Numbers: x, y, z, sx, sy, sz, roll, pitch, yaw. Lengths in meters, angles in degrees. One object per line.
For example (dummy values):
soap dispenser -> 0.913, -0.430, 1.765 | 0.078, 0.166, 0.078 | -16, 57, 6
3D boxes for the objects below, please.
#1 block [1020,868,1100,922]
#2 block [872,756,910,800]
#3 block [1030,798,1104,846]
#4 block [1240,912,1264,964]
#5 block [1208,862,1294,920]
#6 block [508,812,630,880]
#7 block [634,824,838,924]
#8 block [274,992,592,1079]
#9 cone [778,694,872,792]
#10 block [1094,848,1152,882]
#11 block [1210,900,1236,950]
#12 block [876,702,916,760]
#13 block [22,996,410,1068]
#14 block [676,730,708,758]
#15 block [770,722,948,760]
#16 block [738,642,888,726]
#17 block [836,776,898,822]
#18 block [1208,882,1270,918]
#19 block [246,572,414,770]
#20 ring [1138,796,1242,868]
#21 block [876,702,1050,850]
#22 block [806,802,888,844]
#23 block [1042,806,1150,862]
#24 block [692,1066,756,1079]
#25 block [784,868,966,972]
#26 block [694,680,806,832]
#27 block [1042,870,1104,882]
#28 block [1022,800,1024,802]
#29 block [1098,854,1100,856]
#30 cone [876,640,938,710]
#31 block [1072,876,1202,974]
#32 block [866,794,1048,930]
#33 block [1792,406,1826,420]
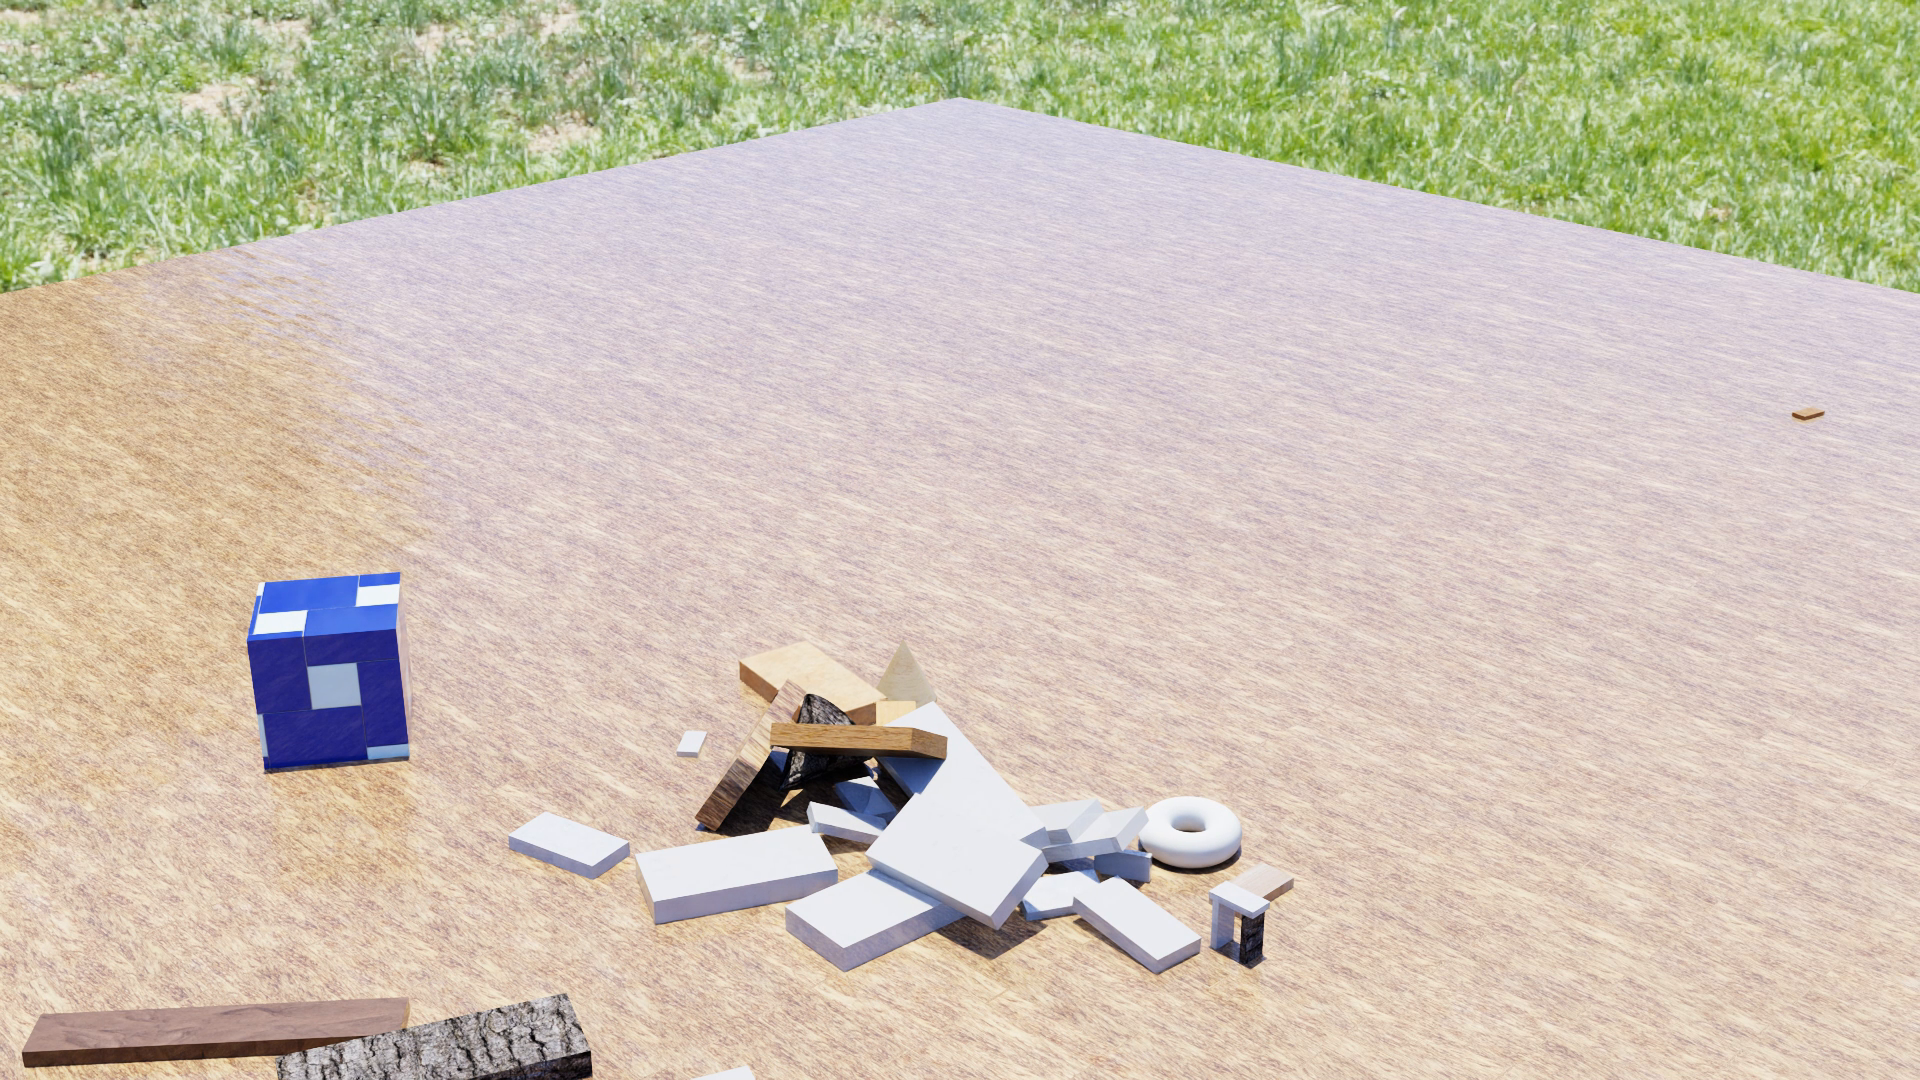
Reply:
block -> 0.189, 0.667, 4.133 | 0.158, 0.022, 0.079 | -7, 40, -16
block -> -0.109, 0.472, 4.572 | 0.083, 0.024, 0.166 | -17, 39, -25
block -> 0.161, 0.555, 4.274 | 0.224, 0.032, 0.112 | -14, 16, 44
block -> 0.526, 0.710, 3.961 | 0.014, 0.100, 0.050 | 21, 31, 41
block -> 0.553, 0.664, 4.168 | 0.079, 0.022, 0.158 | 21, 31, 41
block -> -0.767, 0.598, 4.312 | 0.217, 0.031, 0.108 | 14, 27, 29
block -> -0.427, 0.635, 4.199 | 0.354, 0.050, 0.177 | -8, 24, -17
block -> -0.870, 0.872, 3.641 | 0.487, 0.051, 0.179 | -9, 25, -20
cone -> -0.316, 0.456, 4.574 | 0.193, 0.193, 0.193 | 21, 58, 41
block -> 0.313, 0.621, 4.227 | 0.111, 0.055, 0.016 | 8, 24, 18
block -> 0.479, 0.691, 4.004 | 0.014, 0.100, 0.050 | 21, 31, 41
block -> -0.134, 0.401, 4.633 | 0.083, 0.024, 0.167 | 0, 34, -3
block -> -1.261, 0.837, 3.748 | 0.621, 0.031, 0.108 | -2, 23, -4
block -> -0.574, 0.437, 4.713 | 0.046, 0.013, 0.093 | 2, 23, 5
block -> -0.202, 0.402, 4.395 | 0.317, 0.045, 0.158 | 0, -12, 26
block -> -0.330, 0.333, 4.913 | 0.177, 0.050, 0.354 | -15, 27, -31
block -> -0.192, 0.532, 4.479 | 0.076, 0.022, 0.152 | -10, 25, -21
block -> 0.503, 0.648, 3.960 | 0.100, 0.014, 0.050 | 21, 31, 41
block -> -1.346, 0.276, 4.729 | 0.298, 0.298, 0.298 | -5, 23, -11
ring -> 0.452, 0.574, 4.322 | 0.205, 0.068, 0.205 | -1, 24, 0
block -> -0.012, 0.488, 4.347 | 0.158, 0.045, 0.531 | -26, 31, -14
block -> -0.219, 0.562, 4.339 | 0.158, 0.022, 0.079 | 15, 19, -17
block -> 0.242, 0.567, 4.209 | 0.224, 0.032, 0.112 | -16, 15, 39
block -> -0.524, 0.938, 3.506 | 0.428, 0.035, 0.124 | -9, 25, -21
block -> -0.128, 0.679, 4.096 | 0.357, 0.051, 0.179 | -18, 29, -36
block -> -0.426, 0.437, 4.507 | 0.050, 0.177, 0.354 | 35, 26, -3
block -> 0.217, 0.655, 4.196 | 0.111, 0.016, 0.055 | -4, 23, -9
block -> 0.030, 0.523, 4.380 | 0.207, 0.022, 0.076 | 14, 43, 43
block -> 0.244, 0.589, 4.225 | 0.111, 0.016, 0.055 | -16, 15, 40
cone -> -0.125, 0.287, 4.893 | 0.149, 0.149, 0.149 | 0, 23, 0
block -> 0.323, 0.703, 4.031 | 0.112, 0.032, 0.224 | -18, 35, -36
block -> -0.008, 0.594, 4.087 | 0.317, 0.045, 0.158 | 20, 57, 38
block -> 2.563, -0.382, 6.644 | 0.093, 0.013, 0.046 | -14, 27, -29
